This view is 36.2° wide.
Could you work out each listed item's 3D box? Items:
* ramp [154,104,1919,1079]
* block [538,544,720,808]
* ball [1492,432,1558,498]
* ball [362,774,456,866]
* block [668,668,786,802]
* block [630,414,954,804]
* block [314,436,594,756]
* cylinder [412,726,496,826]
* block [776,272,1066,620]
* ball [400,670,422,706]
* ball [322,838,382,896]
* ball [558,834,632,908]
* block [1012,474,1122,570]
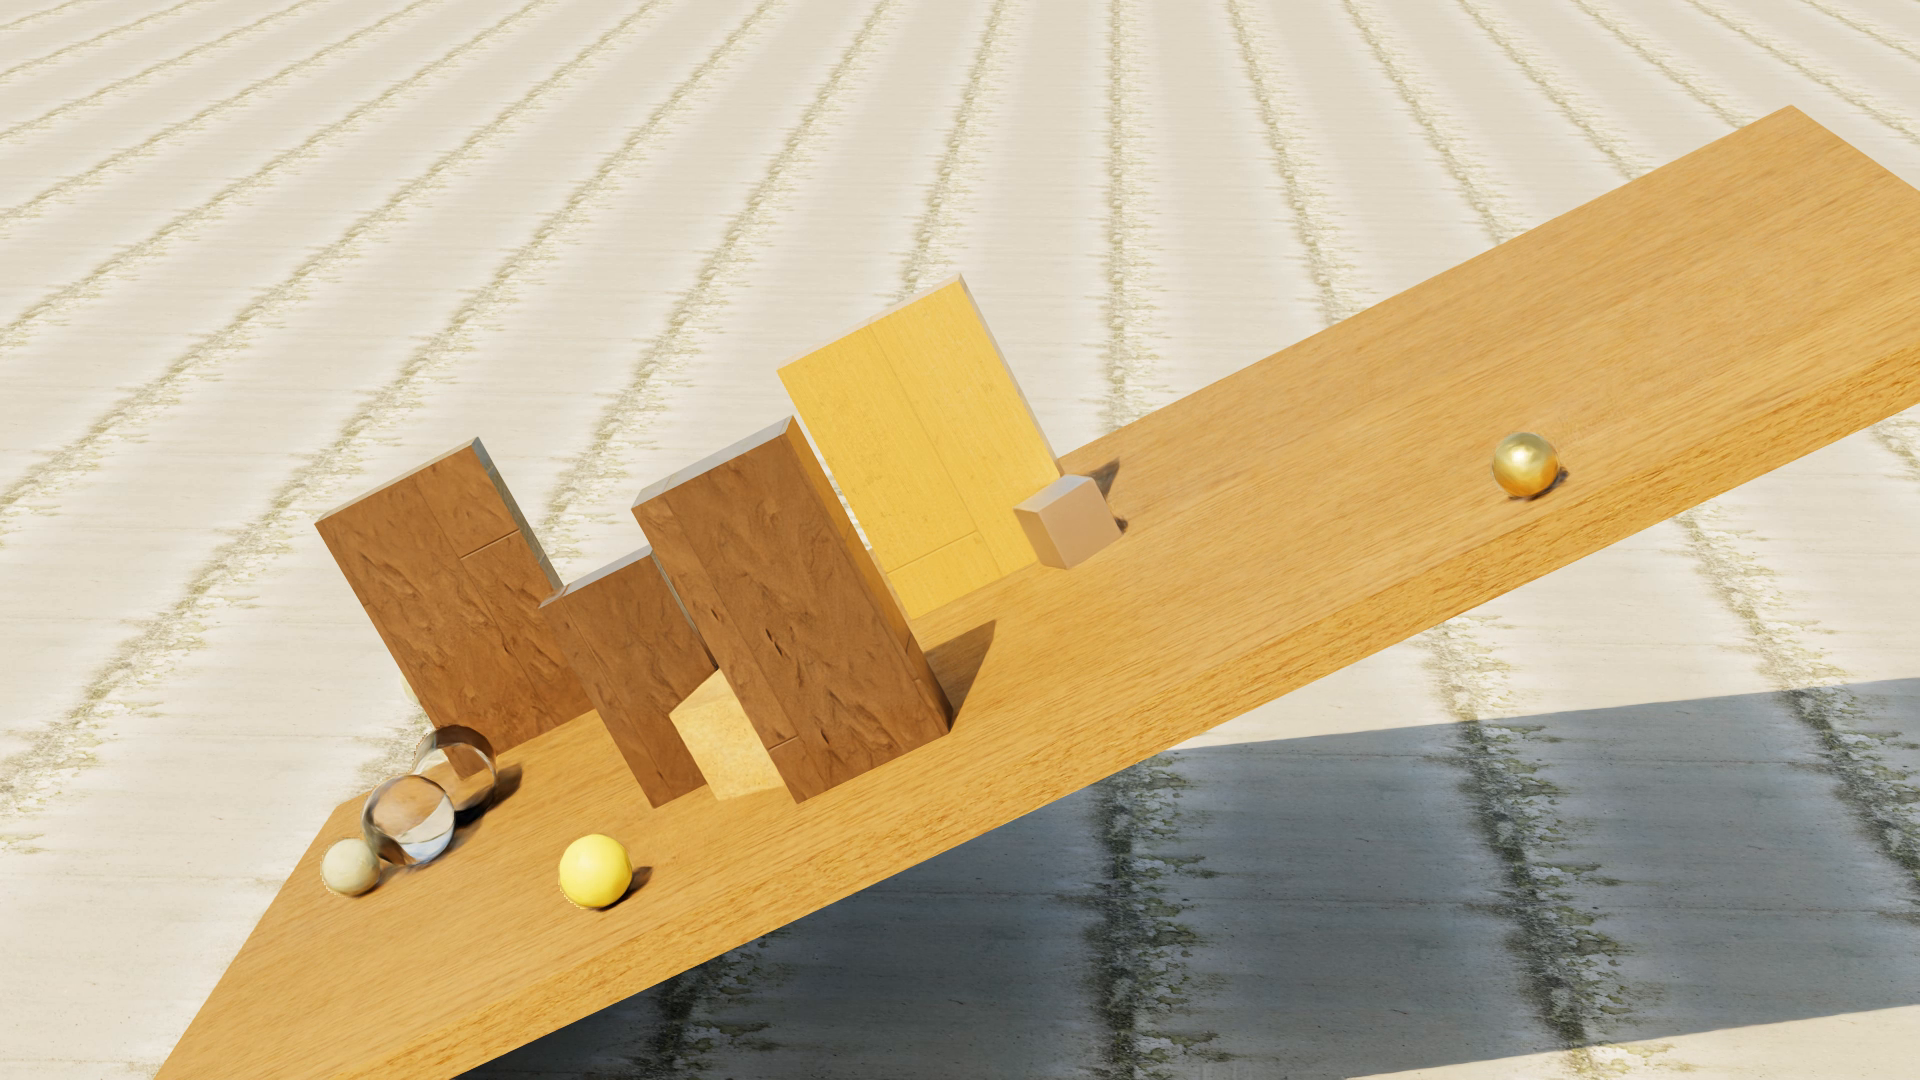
[{"bbox_3d":[0.140,0.168,6.281,4.000,0.100,2.000,-26,14,10],"label":"ramp"},{"bbox_3d":[-0.633,0.282,6.115,0.264,0.492,0.098,-26,14,10],"label":"block"},{"bbox_3d":[1.006,-0.134,5.234,0.117,0.117,0.117,0,17,0],"label":"ball"},{"bbox_3d":[-1.242,0.632,6.628,0.207,0.207,0.207,0,17,0],"label":"ball"},{"bbox_3d":[-0.410,0.369,5.961,0.210,0.210,0.210,-17,18,39],"label":"block"},{"bbox_3d":[-0.317,0.137,5.658,0.333,0.667,0.137,-26,14,10],"label":"block"},{"bbox_3d":[-1.195,0.162,7.169,0.441,0.715,0.085,-26,14,10],"label":"block"},{"bbox_3d":[-1.177,0.547,6.845,0.190,0.190,0.190,-2,12,-8],"label":"cylinder"},{"bbox_3d":[-0.053,-0.201,6.438,0.444,0.635,0.084,-26,14,10],"label":"block"},{"bbox_3d":[-1.524,0.392,8.519,0.194,0.194,0.194,0,17,0],"label":"ball"},{"bbox_3d":[-1.376,0.741,6.657,0.131,0.131,0.131,0,17,0],"label":"ball"},{"bbox_3d":[-0.705,0.641,5.694,0.141,0.141,0.141,0,17,0],"label":"ball"},{"bbox_3d":[0.231,-0.039,6.332,0.146,0.146,0.146,-32,14,-15],"label":"block"}]
